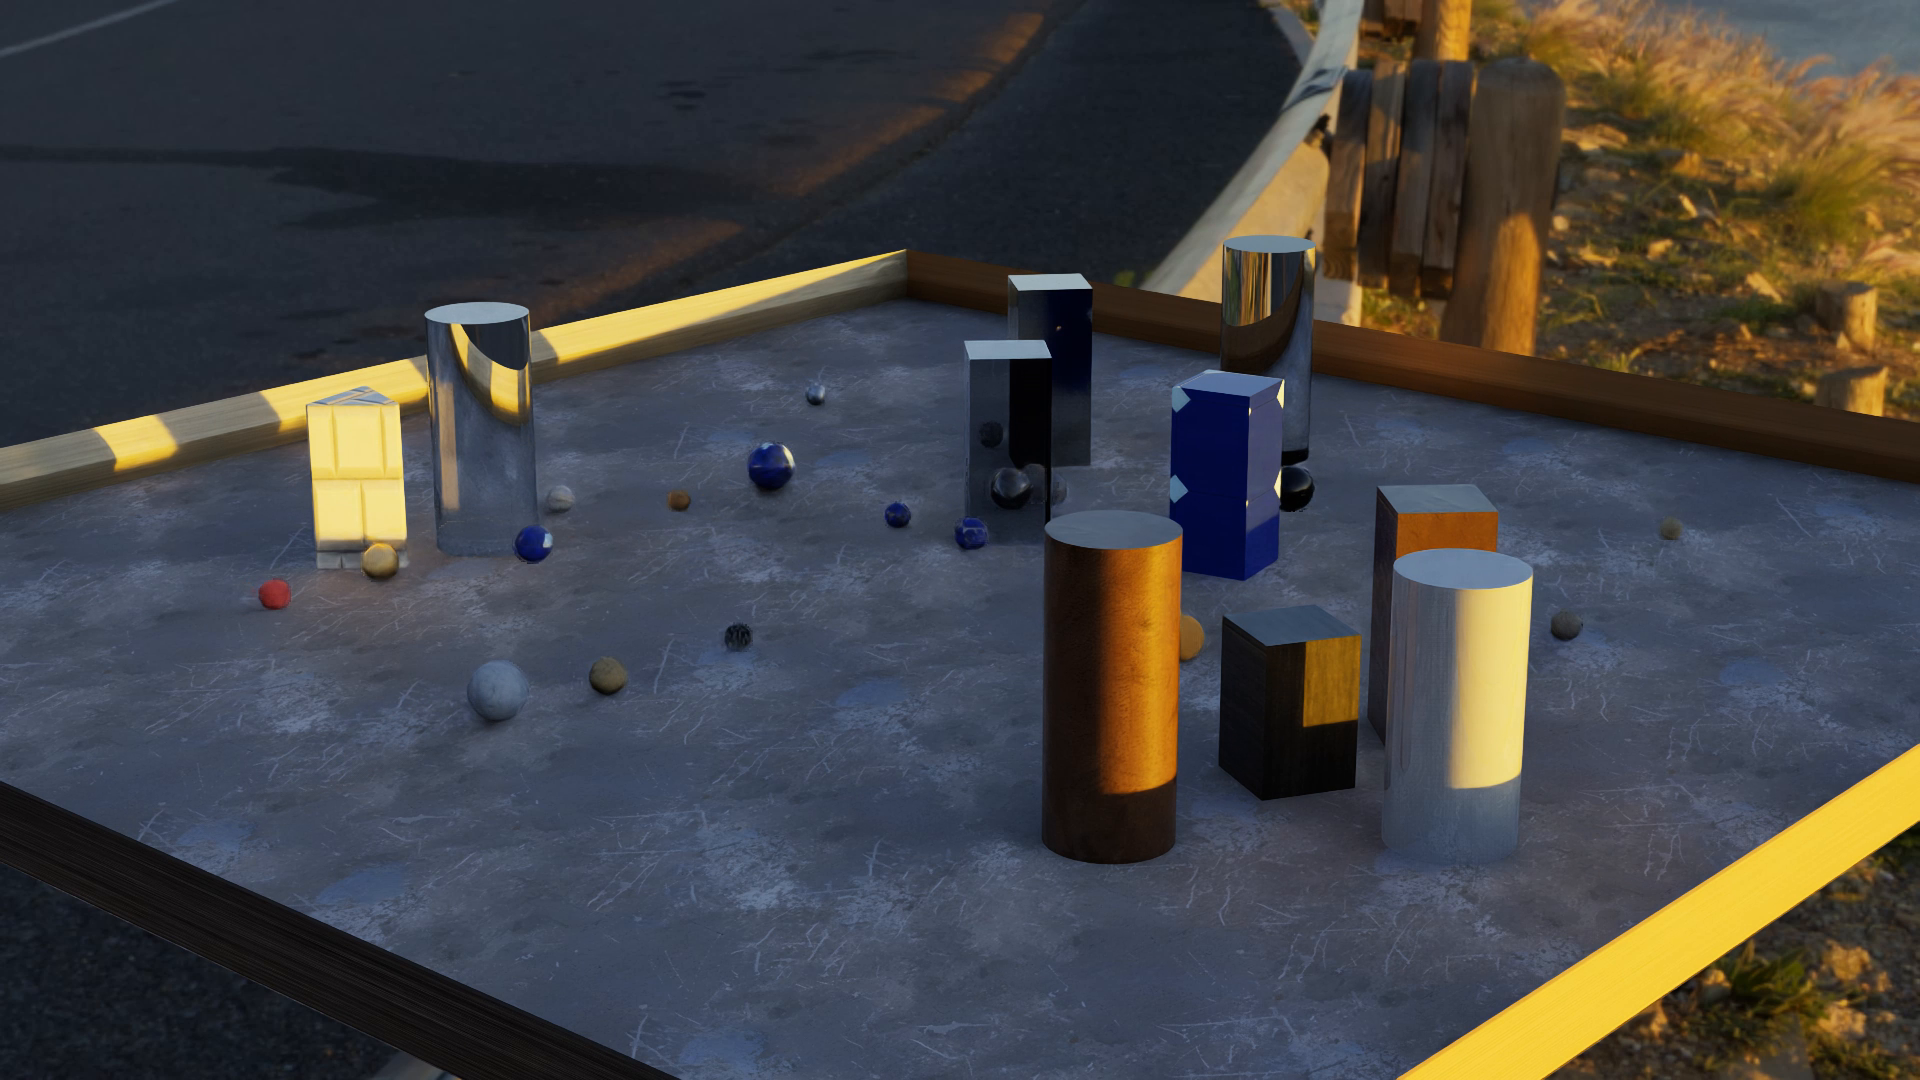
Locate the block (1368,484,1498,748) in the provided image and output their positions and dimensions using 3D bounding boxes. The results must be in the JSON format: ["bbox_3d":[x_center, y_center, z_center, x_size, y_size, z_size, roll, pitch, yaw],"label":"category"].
[{"bbox_3d":[0.709,0.116,4.410,0.149,0.371,0.149,-1,17,-4],"label":"block"}]

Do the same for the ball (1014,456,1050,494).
[{"bbox_3d":[0.141,-0.126,5.723,0.073,0.073,0.073,0,17,0],"label":"ball"}]

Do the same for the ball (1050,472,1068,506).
[{"bbox_3d":[0.175,-0.097,5.640,0.066,0.066,0.066,0,17,0],"label":"ball"}]

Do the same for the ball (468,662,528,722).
[{"bbox_3d":[-0.710,0.232,4.505,0.092,0.092,0.092,0,17,0],"label":"ball"}]

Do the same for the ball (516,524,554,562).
[{"bbox_3d":[-0.769,0.006,5.297,0.068,0.068,0.068,0,17,0],"label":"ball"}]

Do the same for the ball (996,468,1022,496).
[{"bbox_3d":[0.095,-0.112,5.663,0.052,0.052,0.052,0,17,0],"label":"ball"}]

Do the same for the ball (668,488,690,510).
[{"bbox_3d":[-0.538,-0.077,5.615,0.042,0.042,0.042,0,17,0],"label":"ball"}]

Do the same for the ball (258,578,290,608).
[{"bbox_3d":[-1.179,0.092,5.039,0.052,0.052,0.052,0,17,0],"label":"ball"}]

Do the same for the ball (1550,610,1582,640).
[{"bbox_3d":[1.007,0.142,4.877,0.051,0.051,0.051,0,17,0],"label":"ball"}]

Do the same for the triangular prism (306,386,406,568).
[{"bbox_3d":[-1.077,-0.115,5.293,0.161,0.301,0.140,0,17,-2],"label":"triangular prism"}]

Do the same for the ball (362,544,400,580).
[{"bbox_3d":[-1.026,0.039,5.191,0.065,0.065,0.065,0,17,0],"label":"ball"}]

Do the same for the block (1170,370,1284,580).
[{"bbox_3d":[0.475,-0.118,5.241,0.149,0.336,0.149,9,19,28],"label":"block"}]

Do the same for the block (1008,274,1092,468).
[{"bbox_3d":[0.180,-0.343,5.938,0.149,0.365,0.149,-2,17,-7],"label":"block"}]

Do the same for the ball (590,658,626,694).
[{"bbox_3d":[-0.555,0.215,4.622,0.059,0.059,0.059,0,17,0],"label":"ball"}]

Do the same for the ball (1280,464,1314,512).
[{"bbox_3d":[0.633,-0.099,5.609,0.089,0.089,0.089,0,17,0],"label":"ball"}]

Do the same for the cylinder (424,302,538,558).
[{"bbox_3d":[-0.871,-0.202,5.351,0.186,0.434,0.186,0,17,0],"label":"cylinder"}]

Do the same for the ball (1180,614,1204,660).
[{"bbox_3d":[0.360,0.159,4.777,0.076,0.076,0.076,0,17,0],"label":"ball"}]

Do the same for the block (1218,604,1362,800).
[{"bbox_3d":[0.477,0.234,4.255,0.149,0.234,0.149,-6,18,-19],"label":"block"}]

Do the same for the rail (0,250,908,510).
[{"bbox_3d":[-1.277,-0.291,6.182,0.045,0.121,3.531,14,22,39],"label":"rail"}]

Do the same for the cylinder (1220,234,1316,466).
[{"bbox_3d":[0.621,-0.384,5.943,0.186,0.439,0.186,0,17,0],"label":"cylinder"}]

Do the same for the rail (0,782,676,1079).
[{"bbox_3d":[-1.142,0.411,3.862,3.428,0.121,0.045,14,22,39],"label":"rail"}]

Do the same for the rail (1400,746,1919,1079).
[{"bbox_3d":[1.277,0.351,4.060,0.045,0.121,3.531,14,22,39],"label":"rail"}]

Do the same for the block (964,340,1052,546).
[{"bbox_3d":[0.087,-0.180,5.418,0.149,0.353,0.149,-1,17,-4],"label":"block"}]

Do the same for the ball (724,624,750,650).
[{"bbox_3d":[-0.366,0.160,4.826,0.044,0.044,0.044,0,17,0],"label":"ball"}]

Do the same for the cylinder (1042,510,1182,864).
[{"bbox_3d":[0.206,0.199,4.002,0.186,0.447,0.186,0,17,0],"label":"cylinder"}]

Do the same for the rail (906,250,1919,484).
[{"bbox_3d":[1.142,-0.351,6.380,3.428,0.121,0.045,14,22,39],"label":"rail"}]

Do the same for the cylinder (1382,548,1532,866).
[{"bbox_3d":[0.678,0.226,4.006,0.186,0.393,0.186,0,17,0],"label":"cylinder"}]

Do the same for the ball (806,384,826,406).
[{"bbox_3d":[-0.314,-0.316,6.396,0.047,0.047,0.047,0,17,0],"label":"ball"}]

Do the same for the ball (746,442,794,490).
[{"bbox_3d":[-0.371,-0.145,5.752,0.093,0.093,0.093,0,17,0],"label":"ball"}]

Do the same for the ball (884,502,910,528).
[{"bbox_3d":[-0.117,-0.047,5.505,0.049,0.049,0.049,0,17,0],"label":"ball"}]

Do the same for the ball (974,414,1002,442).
[{"bbox_3d":[0.058,-0.235,6.109,0.058,0.058,0.058,0,17,0],"label":"ball"}]

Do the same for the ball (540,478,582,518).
[{"bbox_3d":[-0.762,-0.077,5.596,0.081,0.081,0.081,0,17,0],"label":"ball"}]

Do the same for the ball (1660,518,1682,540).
[{"bbox_3d":[1.317,-0.021,5.430,0.042,0.042,0.042,0,17,0],"label":"ball"}]

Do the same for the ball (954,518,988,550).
[{"bbox_3d":[0.021,-0.011,5.354,0.061,0.061,0.061,0,17,0],"label":"ball"}]
